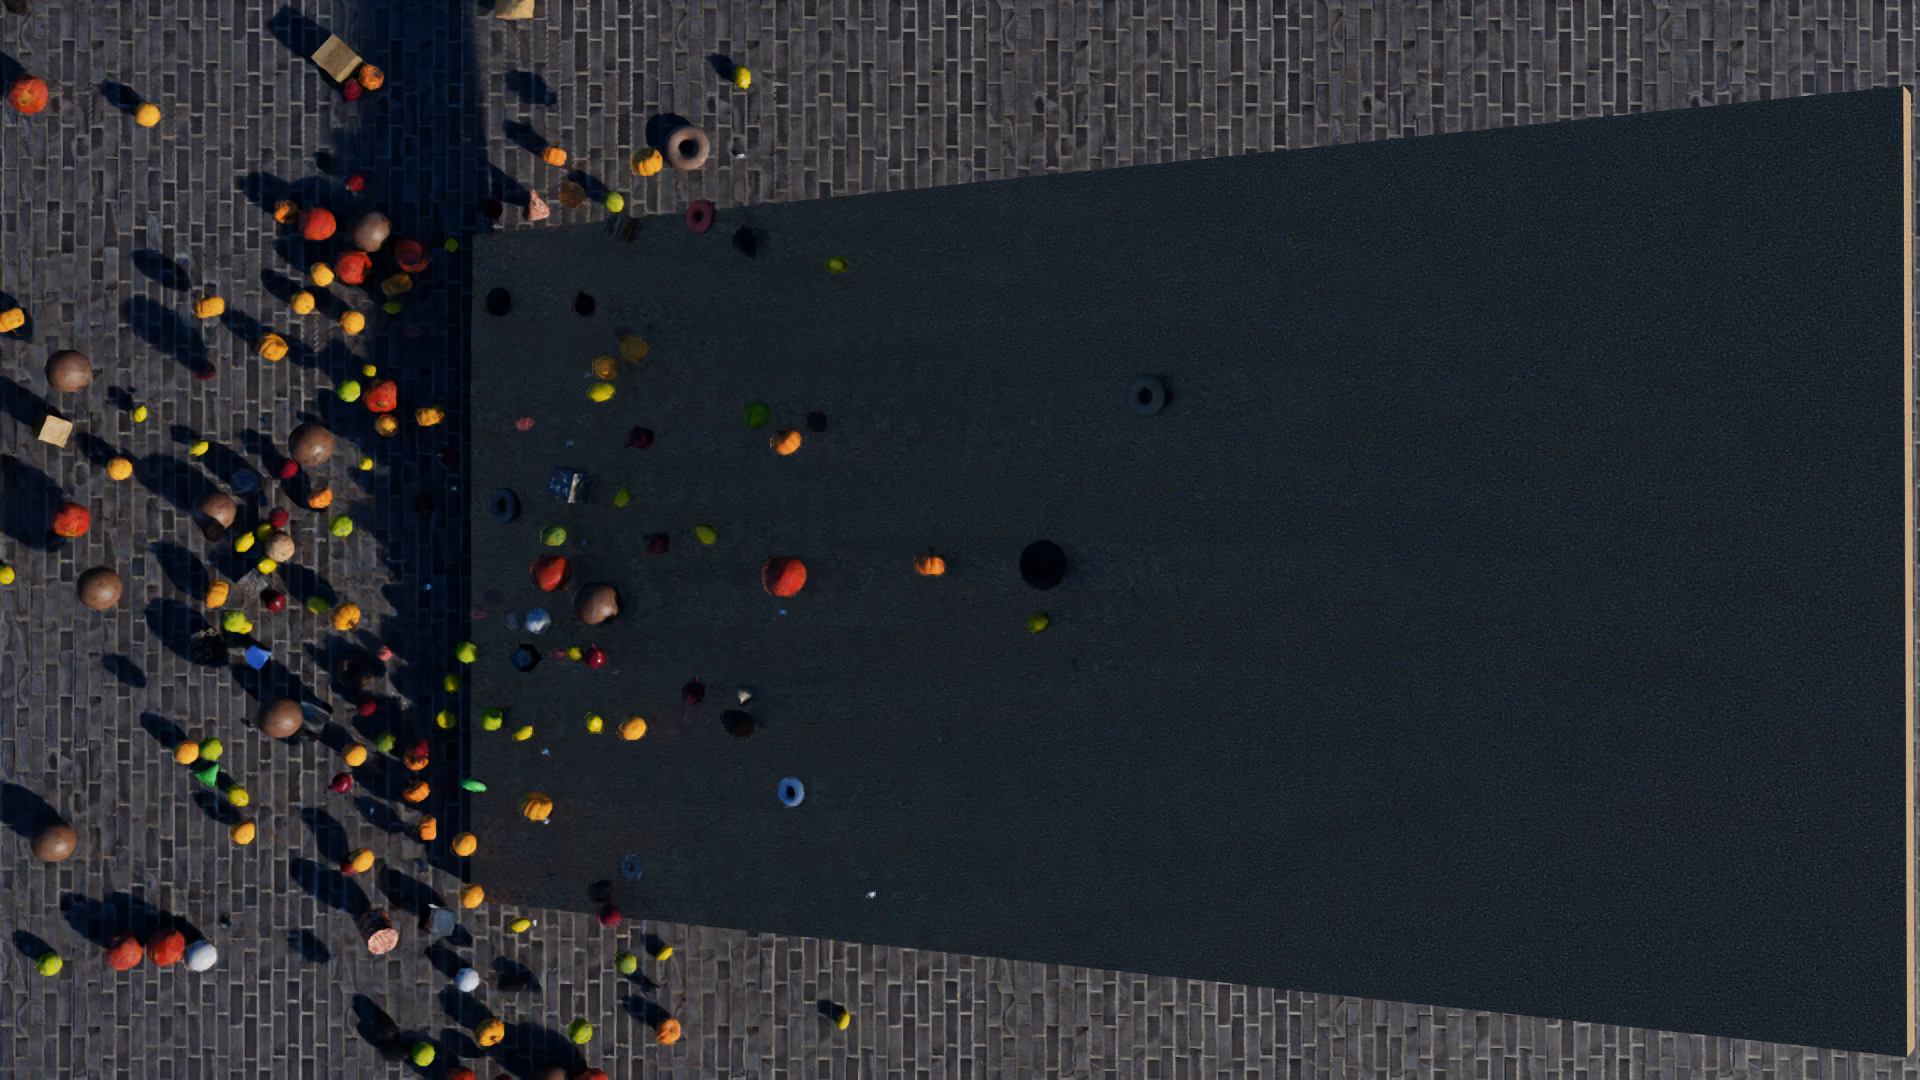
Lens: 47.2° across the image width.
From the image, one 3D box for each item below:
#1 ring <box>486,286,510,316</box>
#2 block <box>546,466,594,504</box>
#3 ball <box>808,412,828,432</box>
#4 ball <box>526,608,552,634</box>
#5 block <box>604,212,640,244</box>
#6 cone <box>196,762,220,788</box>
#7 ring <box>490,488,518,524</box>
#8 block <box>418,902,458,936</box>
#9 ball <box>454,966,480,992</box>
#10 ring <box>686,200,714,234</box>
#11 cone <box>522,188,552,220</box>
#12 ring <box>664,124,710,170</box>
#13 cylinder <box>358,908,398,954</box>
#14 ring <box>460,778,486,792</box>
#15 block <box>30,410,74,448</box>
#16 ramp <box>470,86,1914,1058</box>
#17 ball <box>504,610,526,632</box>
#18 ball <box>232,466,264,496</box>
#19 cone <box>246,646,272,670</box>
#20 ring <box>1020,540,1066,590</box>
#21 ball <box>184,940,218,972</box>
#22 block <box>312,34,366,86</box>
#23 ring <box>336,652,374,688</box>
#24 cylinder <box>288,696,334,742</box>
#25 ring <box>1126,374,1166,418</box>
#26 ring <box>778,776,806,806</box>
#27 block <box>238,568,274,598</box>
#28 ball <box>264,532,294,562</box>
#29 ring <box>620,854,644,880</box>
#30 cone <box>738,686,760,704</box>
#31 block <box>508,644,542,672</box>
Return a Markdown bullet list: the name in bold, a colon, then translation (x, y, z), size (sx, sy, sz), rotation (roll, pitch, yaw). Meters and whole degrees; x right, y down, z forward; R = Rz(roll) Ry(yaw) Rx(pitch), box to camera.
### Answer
- **ring**: translation (-1.375, -0.709, 6.541), size (0.087, 0.029, 0.087), rotation (0, 91, 30)
- **block**: translation (-1.126, -0.160, 6.351), size (0.086, 0.086, 0.086), rotation (18, 99, 30)
- **ball**: translation (-0.384, -0.317, 5.918), size (0.055, 0.055, 0.055), rotation (0, 89, 0)
- **ball**: translation (-1.230, 0.236, 6.417), size (0.075, 0.075, 0.075), rotation (0, 89, 0)
- **block**: translation (-0.964, -0.889, 6.272), size (0.062, 0.062, 0.062), rotation (37, 108, 26)
- **cone**: translation (-2.269, 0.703, 6.672), size (0.070, 0.070, 0.070), rotation (33, 63, 0)
- **ring**: translation (-1.350, -0.101, 6.516), size (0.106, 0.035, 0.106), rotation (0, 89, 35)
- **block**: translation (-1.573, 1.145, 6.630), size (0.075, 0.075, 0.075), rotation (15, 89, -42)
- **ball**: translation (-1.489, 1.327, 6.645), size (0.073, 0.073, 0.073), rotation (0, 89, 0)
- **ring**: translation (-0.727, -0.903, 6.147), size (0.093, 0.031, 0.093), rotation (0, 89, 33)
- **cone**: translation (-1.287, -1.025, 6.641), size (0.087, 0.087, 0.087), rotation (-6, 129, 0)
- **ring**: translation (-0.831, -1.194, 6.682), size (0.141, 0.047, 0.141), rotation (0, 90, 1)
- **cylinder**: translation (-1.742, 1.171, 6.583), size (0.095, 0.095, 0.095), rotation (-43, 46, 0)
- **ring**: translation (-1.418, 0.714, 6.399), size (0.077, 0.077, 0.026), rotation (17, 73, 0)
- **block**: translation (-2.742, -0.337, 6.641), size (0.080, 0.080, 0.080), rotation (23, 89, -40)
- **ramp**: translation (0.264, 0.073, 5.610), size (4.000, 0.100, 2.000), rotation (0, 89, 31)
- **ball**: translation (-1.309, 0.237, 6.470), size (0.067, 0.067, 0.067), rotation (0, 89, 0)
- **ball**: translation (-2.154, -0.177, 6.649), size (0.093, 0.093, 0.093), rotation (0, 89, 0)
- **cone**: translation (-2.108, 0.347, 6.658), size (0.071, 0.071, 0.071), rotation (6, 104, 24)
- **ring**: translation (0.209, 0.062, 5.561), size (0.125, 0.042, 0.125), rotation (-1, 87, 31)
- **ball**: translation (-2.291, 1.254, 6.636), size (0.093, 0.093, 0.093), rotation (0, 89, 0)
- **block**: translation (-1.881, -1.453, 6.658), size (0.099, 0.099, 0.099), rotation (42, 90, 0)
- **ring**: translation (-1.836, 0.394, 6.672), size (0.115, 0.038, 0.115), rotation (0, 90, 1)
- **cylinder**: translation (-1.953, 0.537, 6.613), size (0.100, 0.100, 0.100), rotation (21, 59, 0)
- **ring**: translation (0.459, -0.354, 5.416), size (0.107, 0.036, 0.107), rotation (2, 95, 32)
- **ring**: translation (-0.457, 0.681, 5.970), size (0.084, 0.028, 0.084), rotation (0, 90, 30)
- **block**: translation (-2.131, 0.130, 6.659), size (0.067, 0.067, 0.067), rotation (-39, 90, 1)
- **ball**: translation (-2.058, 0.022, 6.649), size (0.089, 0.089, 0.089), rotation (0, 89, 0)
- **ring**: translation (-0.934, 0.930, 6.259), size (0.078, 0.026, 0.078), rotation (2, 94, 33)
- **cone**: translation (-0.575, 0.421, 6.045), size (0.056, 0.056, 0.056), rotation (-11, 89, 4)
- **block**: translation (-1.276, 0.346, 6.454), size (0.056, 0.056, 0.056), rotation (-46, 68, 23)
